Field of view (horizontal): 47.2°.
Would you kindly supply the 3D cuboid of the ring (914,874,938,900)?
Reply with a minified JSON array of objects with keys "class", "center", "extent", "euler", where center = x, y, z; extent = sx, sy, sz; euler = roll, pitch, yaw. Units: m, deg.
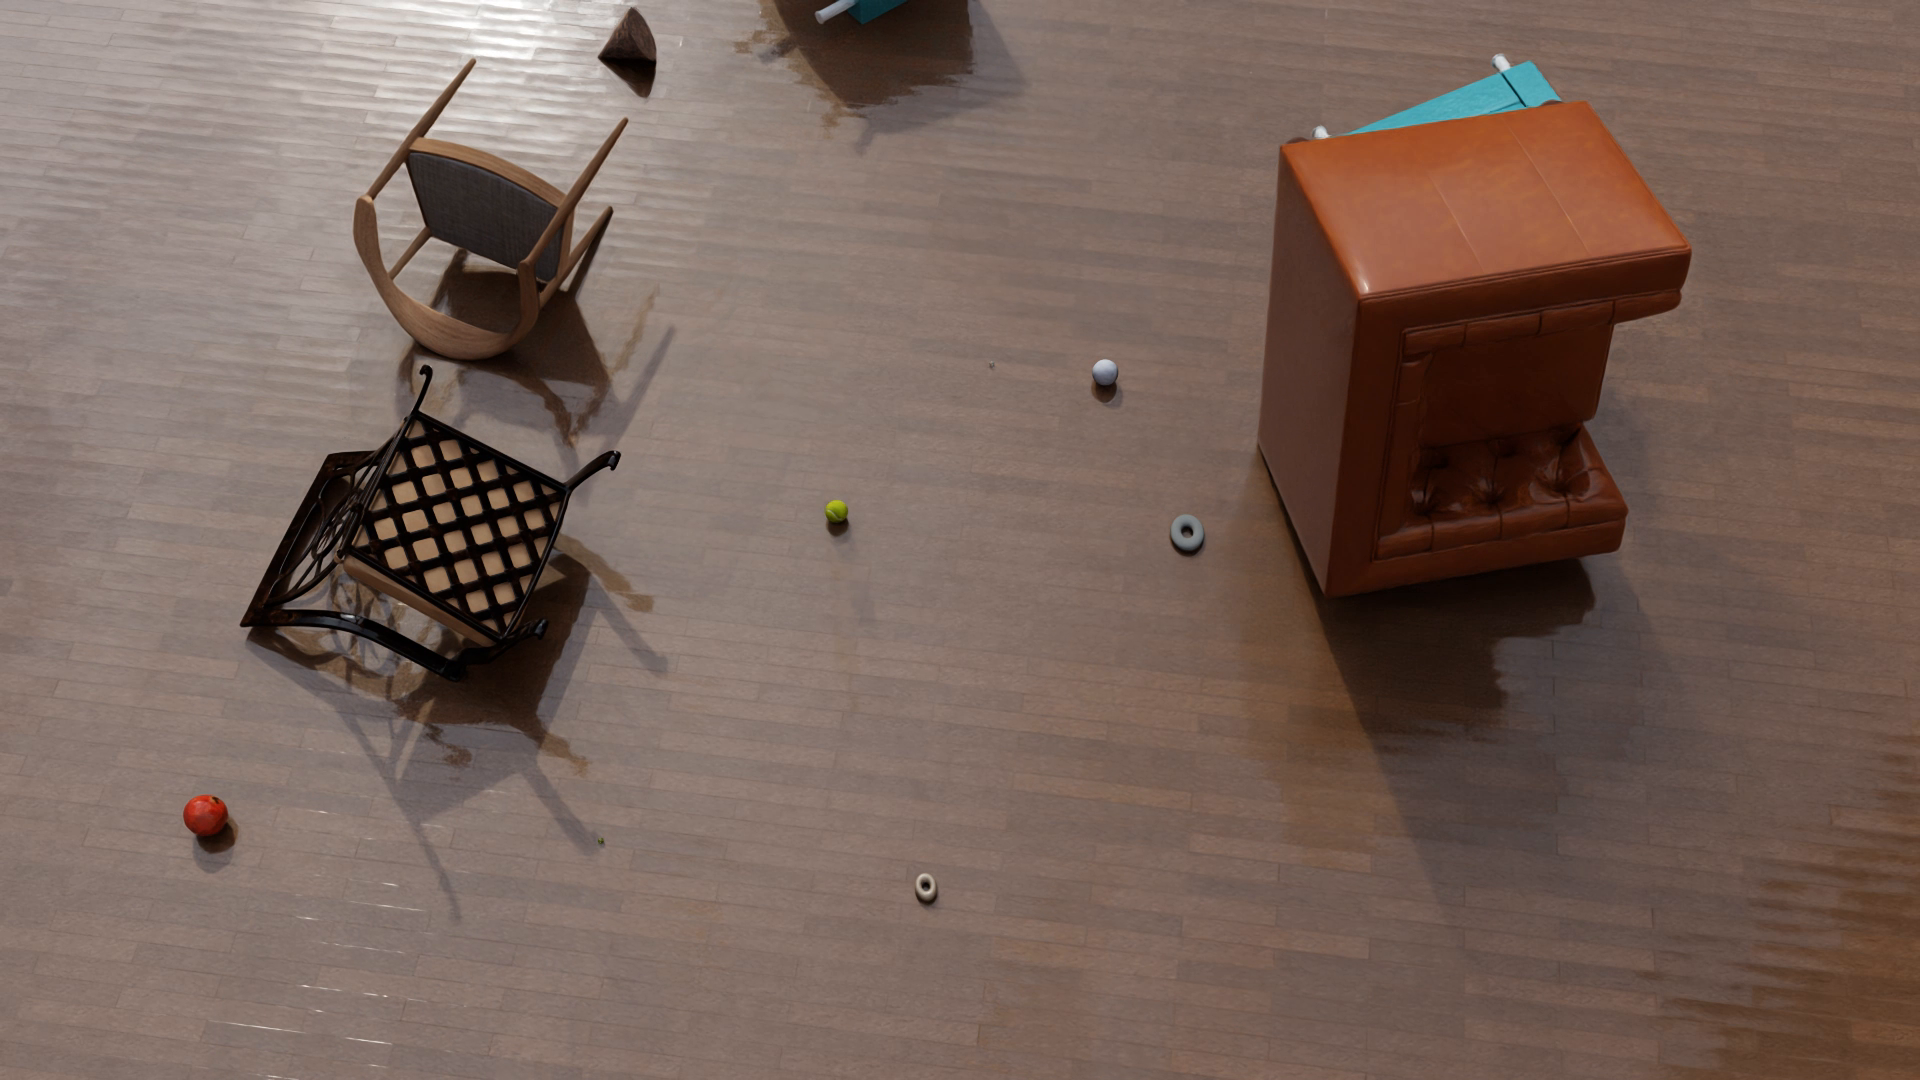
[{"class":"ring","center":[-0.092,0.936,5.929],"extent":[0.061,0.028,0.081],"euler":[-10,56,-5]}]

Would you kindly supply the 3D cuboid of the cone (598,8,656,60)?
[{"class":"cone","center":[-1.190,-1.725,7.681],"extent":[0.188,0.182,0.216],"euler":[-23,43,16]}]

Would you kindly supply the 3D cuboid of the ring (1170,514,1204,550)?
[{"class":"ring","center":[0.679,-0.022,6.572],"extent":[0.102,0.029,0.130],"euler":[-2,56,0]}]

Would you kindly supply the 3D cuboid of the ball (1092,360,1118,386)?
[{"class":"ball","center":[0.454,-0.524,6.876],"extent":[0.082,0.082,0.082],"euler":[0,56,0]}]
